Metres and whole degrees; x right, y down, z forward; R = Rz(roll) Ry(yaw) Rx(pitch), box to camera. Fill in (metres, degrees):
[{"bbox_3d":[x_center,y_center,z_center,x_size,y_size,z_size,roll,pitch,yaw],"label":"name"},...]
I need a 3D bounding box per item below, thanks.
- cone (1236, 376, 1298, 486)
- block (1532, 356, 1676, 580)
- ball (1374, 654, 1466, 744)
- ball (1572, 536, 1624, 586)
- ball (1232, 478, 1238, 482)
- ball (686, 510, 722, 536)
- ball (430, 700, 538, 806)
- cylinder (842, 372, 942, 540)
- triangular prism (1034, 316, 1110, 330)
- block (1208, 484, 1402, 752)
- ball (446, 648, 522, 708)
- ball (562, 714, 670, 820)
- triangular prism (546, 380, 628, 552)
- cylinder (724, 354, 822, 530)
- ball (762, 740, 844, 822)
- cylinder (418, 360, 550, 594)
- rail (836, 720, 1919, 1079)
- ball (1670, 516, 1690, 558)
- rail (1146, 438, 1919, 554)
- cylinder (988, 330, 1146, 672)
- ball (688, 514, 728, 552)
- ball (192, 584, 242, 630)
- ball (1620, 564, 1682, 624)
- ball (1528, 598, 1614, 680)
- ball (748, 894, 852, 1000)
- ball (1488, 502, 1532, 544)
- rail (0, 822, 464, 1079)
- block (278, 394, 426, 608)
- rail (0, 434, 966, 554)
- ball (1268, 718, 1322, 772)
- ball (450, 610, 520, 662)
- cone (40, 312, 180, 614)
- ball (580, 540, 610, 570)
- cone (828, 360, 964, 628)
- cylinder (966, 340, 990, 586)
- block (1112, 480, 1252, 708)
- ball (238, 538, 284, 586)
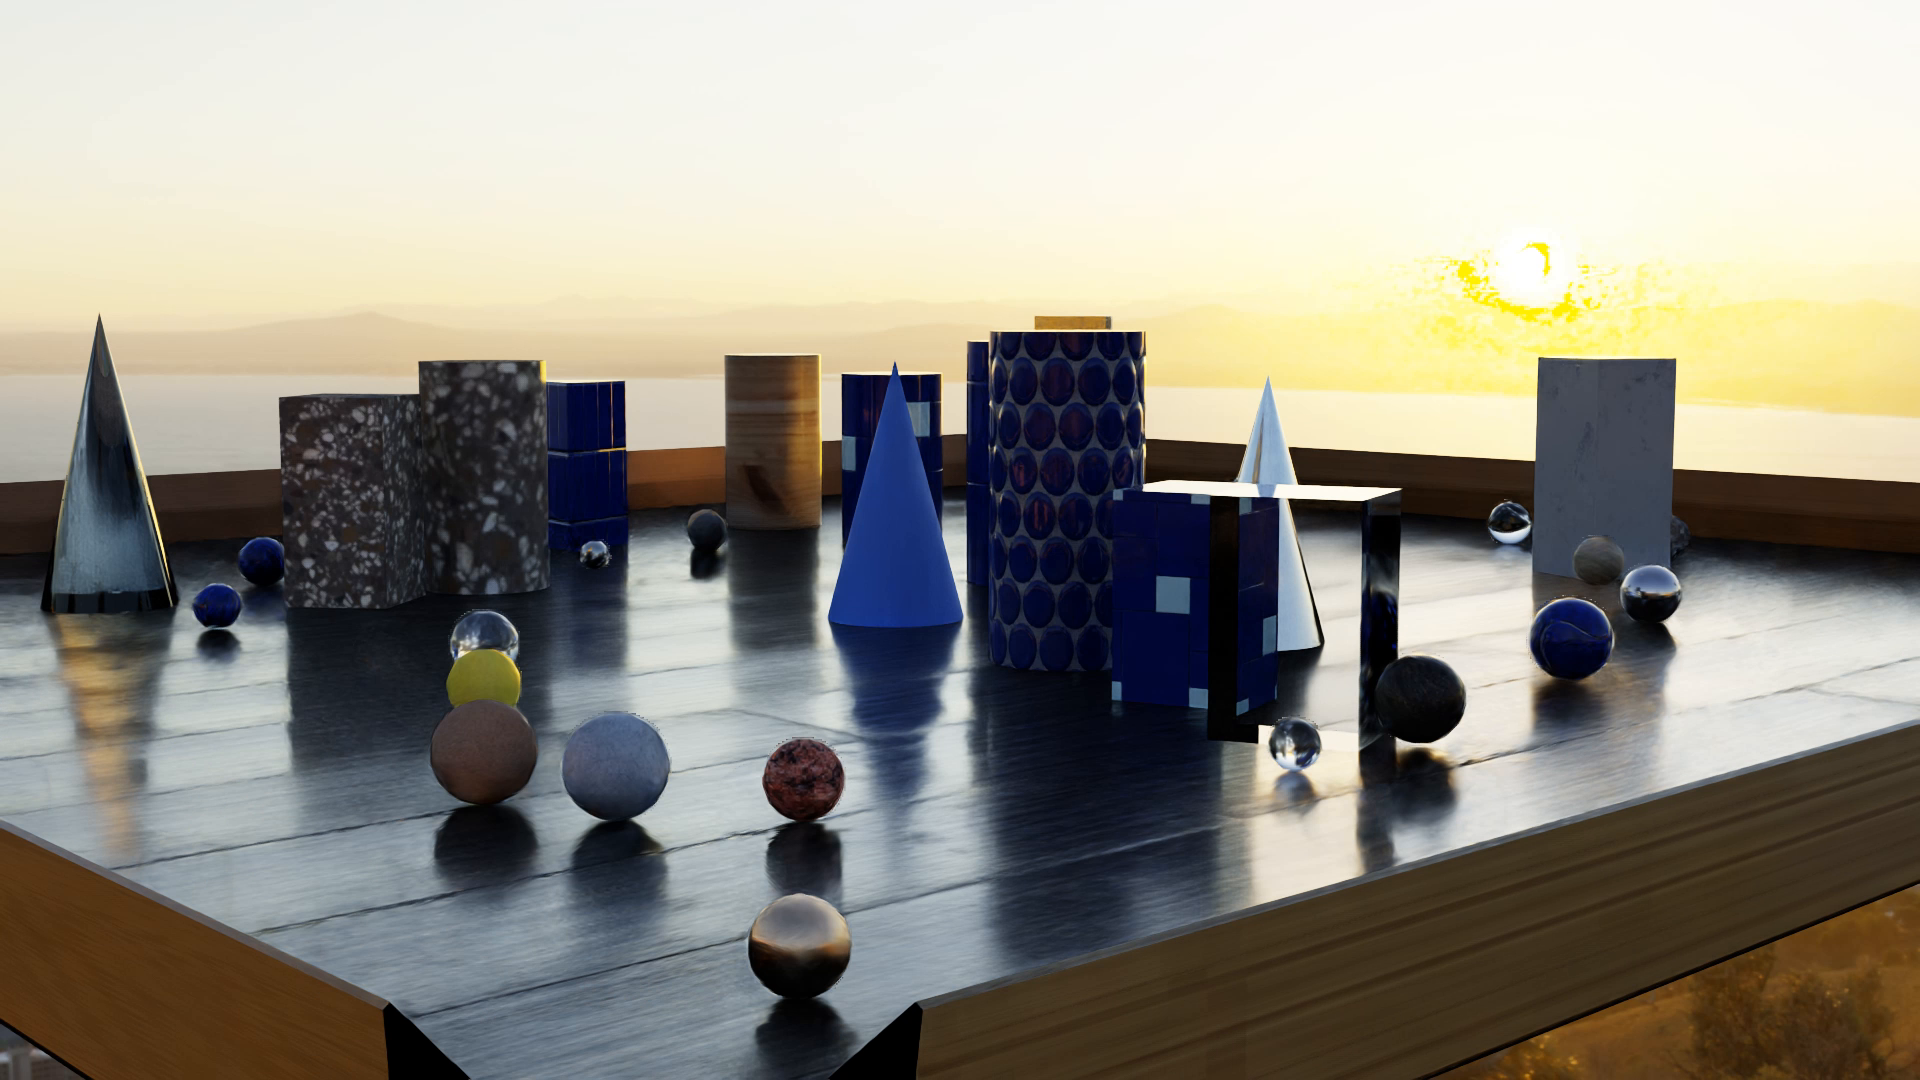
[{"bbox_3d":[0.422,-0.049,3.028,0.200,0.359,0.200,0,6,0],"label":"cone"},{"bbox_3d":[1.090,-0.126,3.725,0.160,0.367,0.160,-2,6,-23],"label":"block"},{"bbox_3d":[0.474,0.163,2.263,0.092,0.092,0.092,0,6,0],"label":"ball"},{"bbox_3d":[1.036,0.035,3.567,0.081,0.081,0.081,0,6,0],"label":"ball"},{"bbox_3d":[0.616,-0.091,4.708,0.095,0.095,0.095,0,6,0],"label":"ball"},{"bbox_3d":[-0.480,-0.022,4.160,0.072,0.072,0.072,0,6,0],"label":"ball"},{"bbox_3d":[-0.431,0.192,1.989,0.095,0.095,0.095,0,6,0],"label":"ball"},{"bbox_3d":[-0.134,-0.168,4.343,0.200,0.323,0.200,0,6,0],"label":"cylinder"},{"bbox_3d":[0.260,-0.228,4.380,0.173,0.435,0.150,4,7,35],"label":"triangular prism"},{"bbox_3d":[0.364,0.077,2.319,0.160,0.256,0.160,3,7,25],"label":"block"},{"bbox_3d":[-0.517,0.158,2.392,0.079,0.079,0.079,0,6,0],"label":"ball"},{"bbox_3d":[-0.301,0.199,1.928,0.094,0.094,0.094,0,6,0],"label":"ball"},{"bbox_3d":[-0.705,-0.146,4.187,0.150,0.313,0.173,-4,7,-33],"label":"triangular prism"},{"bbox_3d":[-0.388,-0.208,4.572,0.200,0.355,0.200,0,6,0],"label":"cylinder"},{"bbox_3d":[-0.137,0.210,1.925,0.072,0.072,0.072,0,6,0],"label":"ball"},{"bbox_3d":[-0.767,-0.106,3.548,0.200,0.365,0.200,0,6,0],"label":"cylinder"},{"bbox_3d":[1.141,0.162,2.101,3.557,0.130,0.045,-5,8,-42],"label":"rail"},{"bbox_3d":[1.281,-0.007,3.985,0.078,0.078,0.078,0,6,0],"label":"ball"},{"bbox_3d":[1.290,-0.089,4.515,0.045,0.130,3.414,-5,8,-42],"label":"rail"},{"bbox_3d":[0.136,-0.056,2.805,0.200,0.420,0.200,0,6,0],"label":"cylinder"},{"bbox_3d":[-0.468,-0.014,4.083,0.071,0.071,0.071,0,6,0],"label":"ball"},{"bbox_3d":[-1.041,0.093,3.083,0.065,0.065,0.065,0,6,0],"label":"ball"},{"bbox_3d":[0.986,0.078,3.139,0.085,0.085,0.085,0,6,0],"label":"ball"},{"bbox_3d":[0.738,0.120,2.658,0.100,0.100,0.100,0,6,0],"label":"ball"},{"bbox_3d":[-0.104,0.264,1.429,0.067,0.067,0.067,0,6,0],"label":"ball"},{"bbox_3d":[1.054,-0.032,4.214,0.081,0.081,0.081,0,6,0],"label":"ball"},{"bbox_3d":[-1.290,0.157,2.148,0.045,0.130,3.414,-5,8,-42],"label":"rail"},{"bbox_3d":[-0.930,-0.063,3.376,0.160,0.316,0.160,1,6,7],"label":"block"},{"bbox_3d":[-1.141,-0.094,4.562,3.557,0.130,0.045,-5,8,-42],"label":"rail"},{"bbox_3d":[0.325,0.199,2.134,0.052,0.052,0.052,0,6,0],"label":"ball"},{"bbox_3d":[-0.579,0.127,2.677,0.082,0.082,0.082,0,6,0],"label":"ball"},{"bbox_3d":[-1.292,-0.122,3.323,0.200,0.445,0.200,0,6,0],"label":"cone"},{"bbox_3d":[-0.632,0.026,3.803,0.050,0.050,0.050,0,6,0],"label":"ball"},{"bbox_3d":[-0.094,-0.074,3.189,0.200,0.375,0.200,0,6,0],"label":"cone"},{"bbox_3d":[0.110,-0.130,3.631,0.200,0.396,0.200,0,6,0],"label":"cylinder"},{"bbox_3d":[0.283,0.060,2.549,0.160,0.242,0.160,3,7,29],"label":"block"},{"bbox_3d":[-1.132,0.035,3.574,0.079,0.079,0.079,0,6,0],"label":"ball"}]
